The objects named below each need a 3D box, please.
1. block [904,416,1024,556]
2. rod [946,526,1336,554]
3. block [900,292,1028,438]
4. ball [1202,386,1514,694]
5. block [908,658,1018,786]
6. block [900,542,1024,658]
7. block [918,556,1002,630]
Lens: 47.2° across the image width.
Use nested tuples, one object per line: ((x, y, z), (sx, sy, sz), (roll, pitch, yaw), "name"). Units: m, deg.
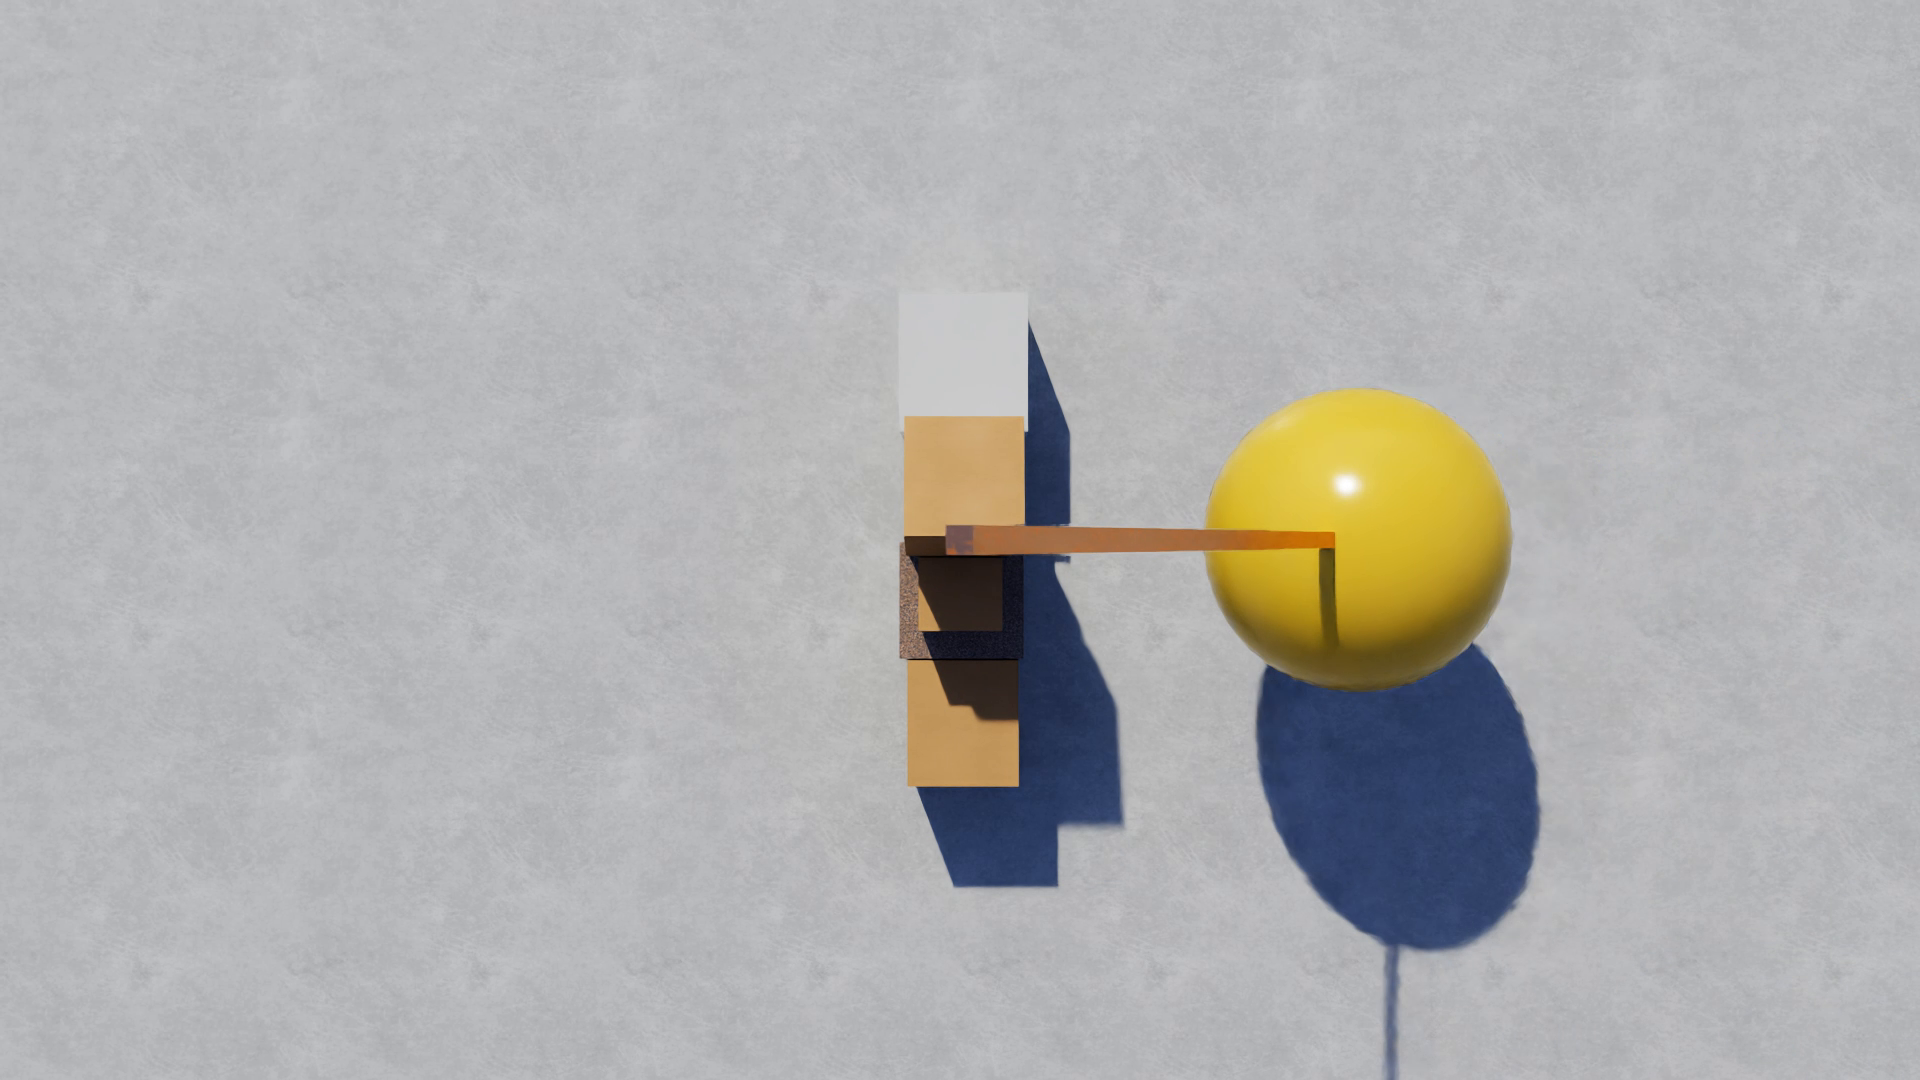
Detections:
((0.022, -0.275, 11.443), (0.612, 0.519, 0.626), (0, 79, 0), "block")
((0.899, 0.000, 8.326), (0.080, 5.200, 0.080), (0, 90, 20), "rod")
((0.020, -0.988, 12.597), (0.714, 0.805, 0.772), (0, 90, 0), "block")
((2.074, 0.000, 11.516), (1.600, 1.600, 1.600), (0, 90, 0), "ball")
((0.017, 1.022, 12.628), (0.619, 0.745, 0.703), (0, 90, 0), "block")
((0.008, 0.337, 12.625), (0.691, 0.750, 0.649), (0, 90, 0), "block")
((0.003, 0.290, 12.012), (0.450, 0.475, 0.393), (0, 90, 0), "block")
